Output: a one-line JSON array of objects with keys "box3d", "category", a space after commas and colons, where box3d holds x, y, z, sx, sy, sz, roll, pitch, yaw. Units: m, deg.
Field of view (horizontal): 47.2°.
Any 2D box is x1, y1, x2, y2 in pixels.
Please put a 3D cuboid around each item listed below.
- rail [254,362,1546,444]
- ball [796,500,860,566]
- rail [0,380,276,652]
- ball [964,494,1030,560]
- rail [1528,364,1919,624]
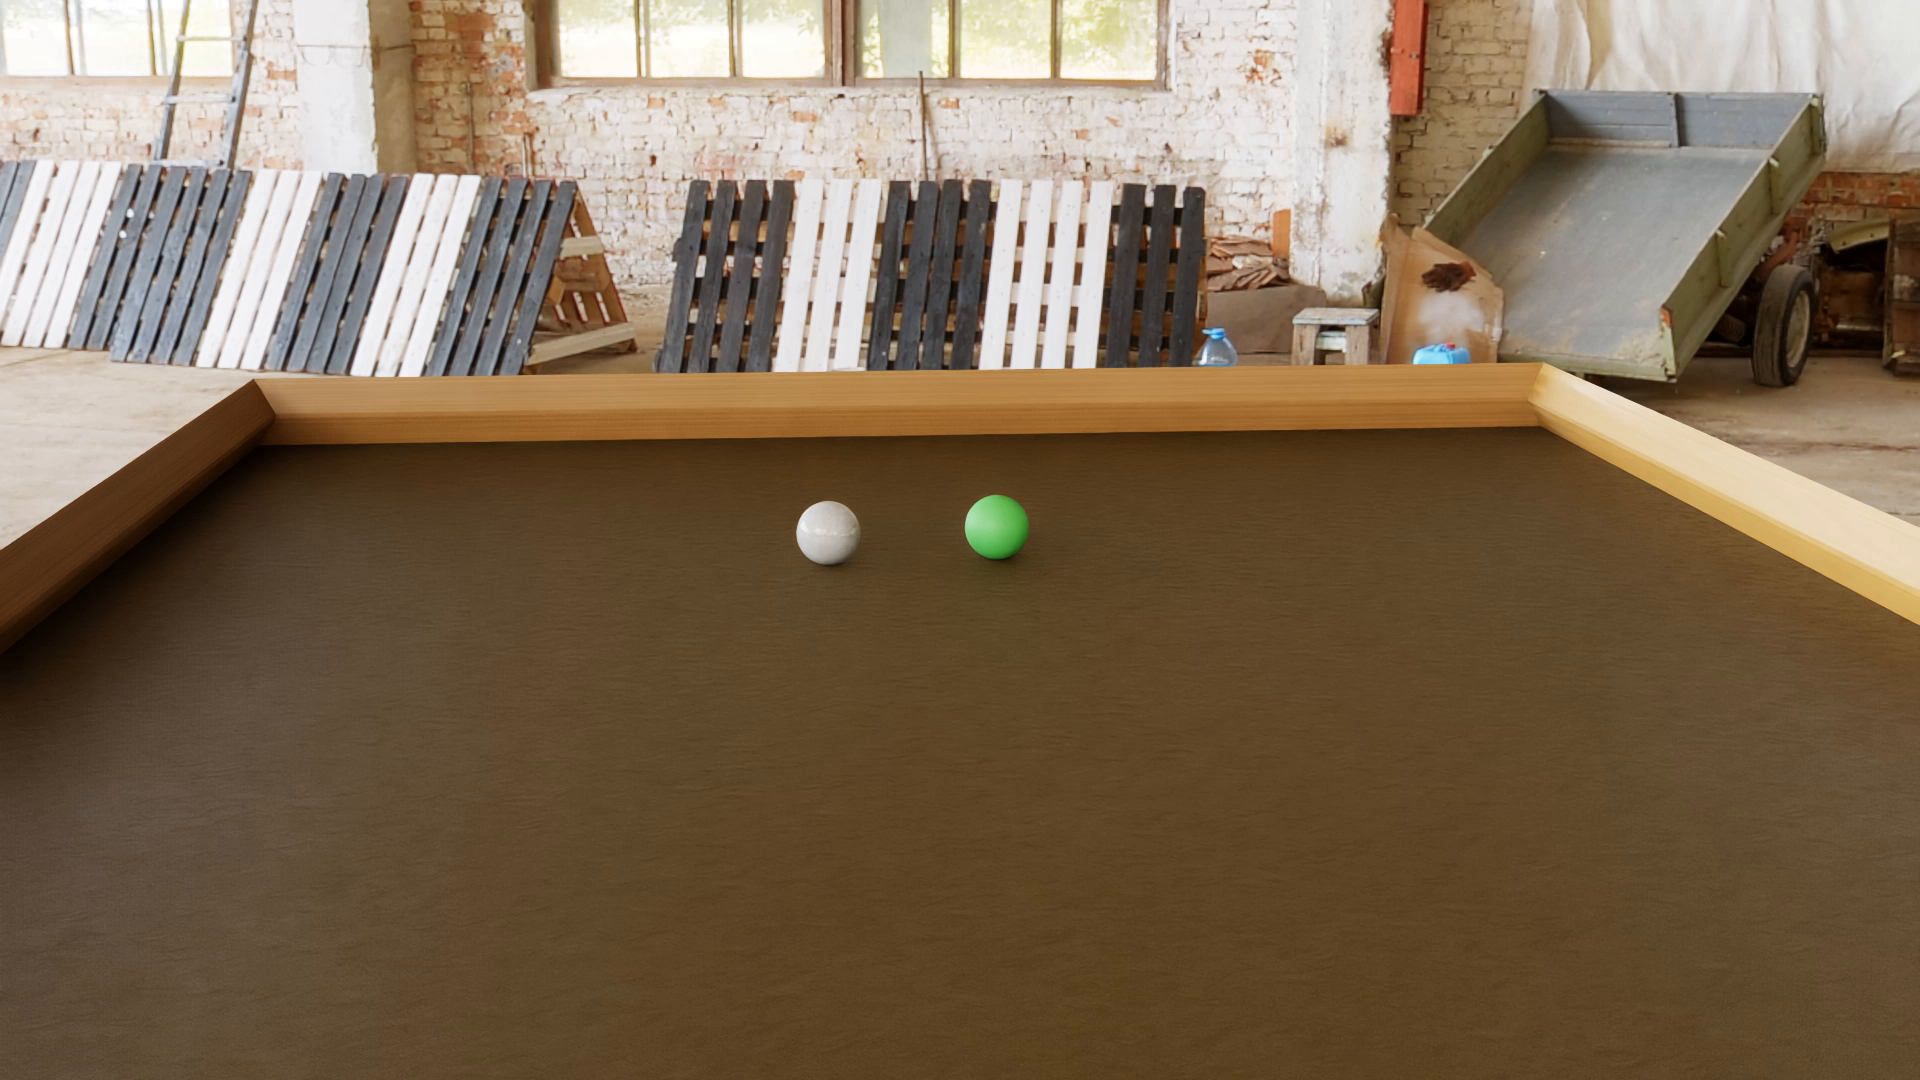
[{"box3d": [-0.083, -0.247, 4.027, 2.375, 0.119, 0.045, -1, 13, -5], "category": "rail"}, {"box3d": [-0.184, -0.010, 3.080, 0.090, 0.090, 0.090, 0, 13, 0], "category": "ball"}, {"box3d": [-1.075, 0.245, 1.926, 0.045, 0.119, 4.188, -1, 13, -5], "category": "rail"}, {"box3d": [0.053, -0.018, 3.114, 0.092, 0.092, 0.092, 0, 13, 0], "category": "ball"}, {"box3d": [1.245, 0.202, 2.110, 0.045, 0.119, 4.188, -1, 13, -5], "category": "rail"}]
